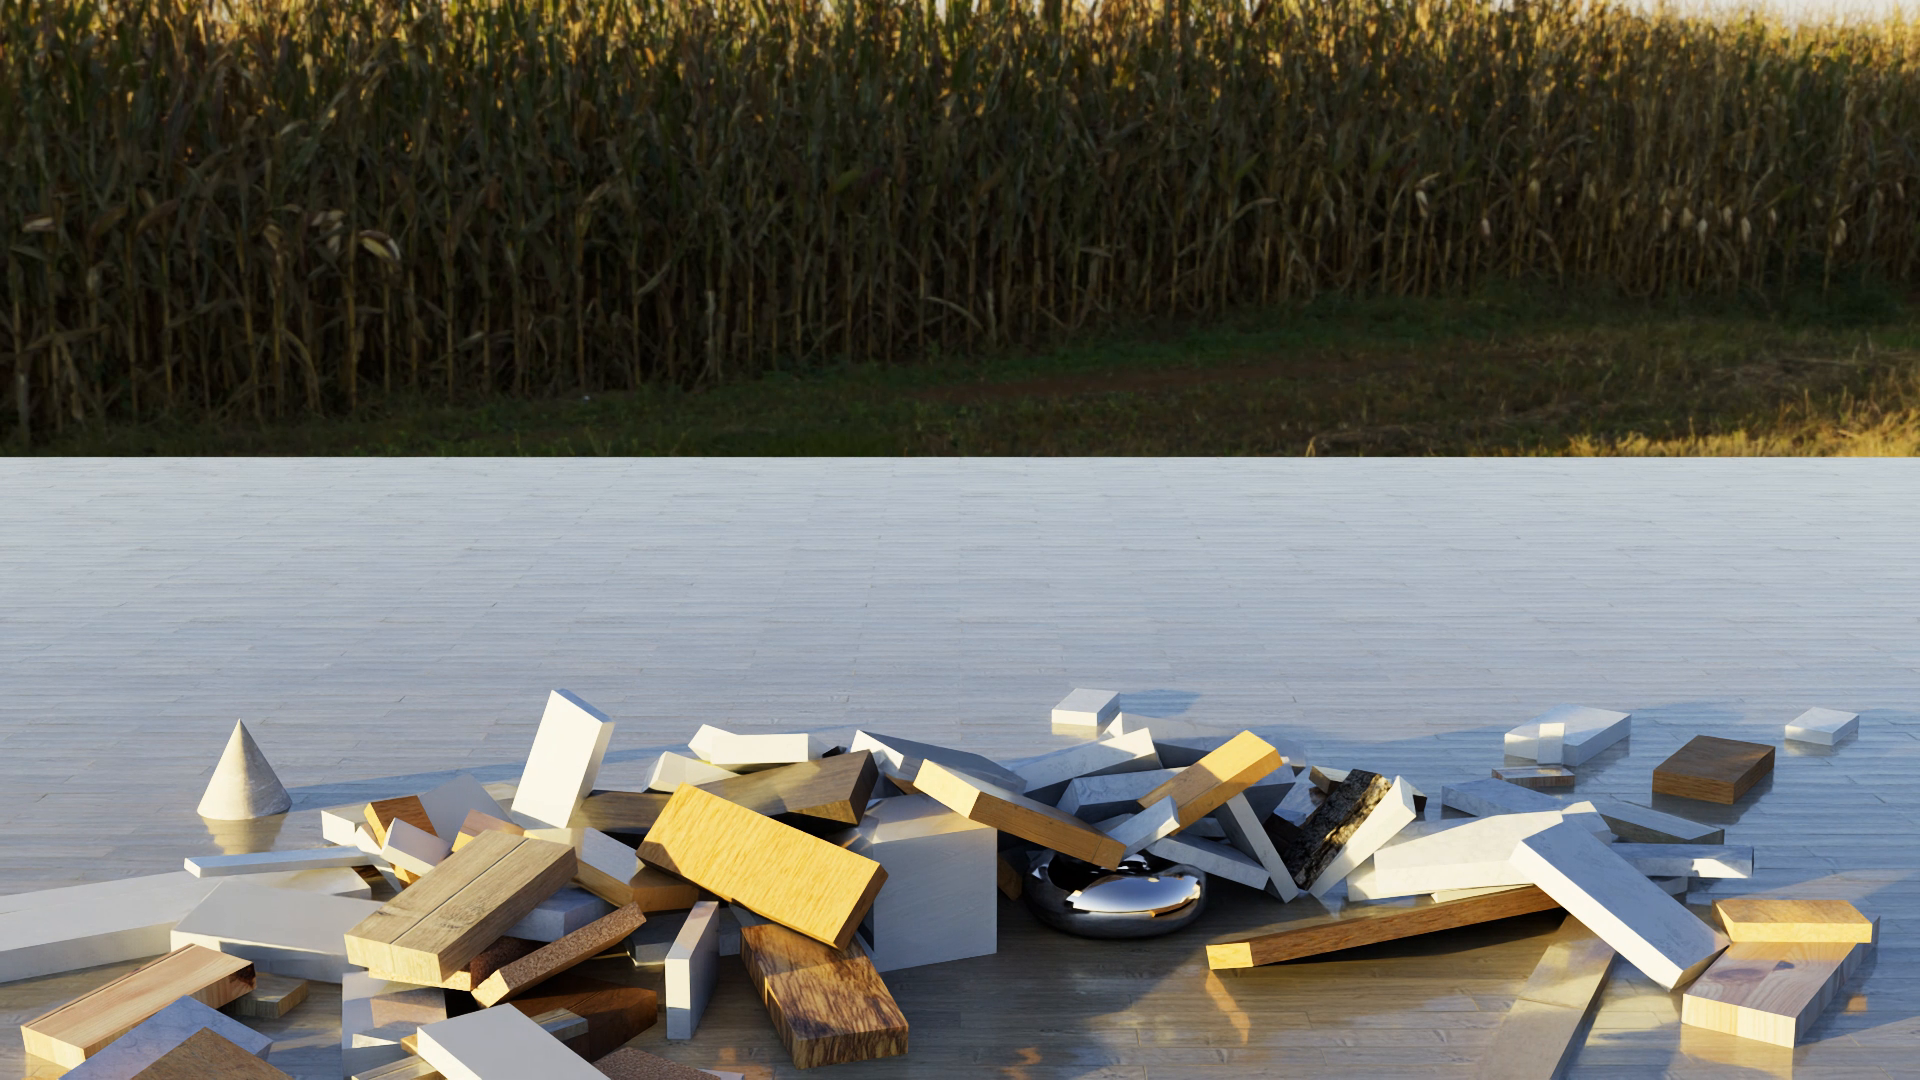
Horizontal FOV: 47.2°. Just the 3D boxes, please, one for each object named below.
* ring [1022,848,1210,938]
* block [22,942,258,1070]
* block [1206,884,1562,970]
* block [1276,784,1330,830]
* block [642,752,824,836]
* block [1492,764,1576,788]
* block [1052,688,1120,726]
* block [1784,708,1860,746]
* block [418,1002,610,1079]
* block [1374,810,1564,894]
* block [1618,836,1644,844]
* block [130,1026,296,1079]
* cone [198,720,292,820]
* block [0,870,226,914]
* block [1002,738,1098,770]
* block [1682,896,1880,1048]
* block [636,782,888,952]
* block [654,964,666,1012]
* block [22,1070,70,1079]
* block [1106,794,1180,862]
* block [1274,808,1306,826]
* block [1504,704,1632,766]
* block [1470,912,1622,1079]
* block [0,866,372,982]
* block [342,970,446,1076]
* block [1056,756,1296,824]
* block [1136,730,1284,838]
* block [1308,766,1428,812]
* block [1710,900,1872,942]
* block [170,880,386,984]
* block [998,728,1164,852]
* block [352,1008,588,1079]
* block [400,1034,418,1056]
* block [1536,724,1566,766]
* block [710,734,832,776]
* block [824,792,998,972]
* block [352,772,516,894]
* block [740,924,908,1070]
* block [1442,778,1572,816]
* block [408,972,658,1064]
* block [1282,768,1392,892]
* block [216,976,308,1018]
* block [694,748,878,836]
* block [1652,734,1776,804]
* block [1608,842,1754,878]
[{"bbox_3d":[0.252,0.560,3.554,0.305,0.102,0.305,-1,9,0],"label":"ring"},{"bbox_3d":[-1.155,0.658,3.105,0.141,0.040,0.282,7,19,33],"label":"block"},{"bbox_3d":[0.719,0.594,3.437,0.704,0.035,0.123,-5,-10,-25],"label":"block"},{"bbox_3d":[0.600,0.501,4.054,0.123,0.035,0.246,5,12,25],"label":"block"},{"bbox_3d":[-0.355,0.452,3.750,0.354,0.050,0.177,20,-19,-12],"label":"block"},{"bbox_3d":[1.121,0.463,4.300,0.141,0.020,0.071,-2,11,-9],"label":"block"},{"bbox_3d":[0.277,0.364,4.807,0.099,0.028,0.197,4,11,18],"label":"block"},{"bbox_3d":[1.826,0.393,4.654,0.095,0.027,0.191,8,13,37],"label":"block"},{"bbox_3d":[-0.547,0.678,2.776,0.131,0.037,0.342,-8,17,-39],"label":"block"},{"bbox_3d":[0.834,0.510,3.594,0.308,0.044,0.154,-6,20,10],"label":"block"},{"bbox_3d":[1.256,0.533,3.919,0.071,0.020,0.141,-9,14,-39],"label":"block"},{"bbox_3d":[-0.968,0.712,2.744,0.141,0.040,0.282,28,15,7],"label":"block"},{"bbox_3d":[-1.348,0.417,4.131,0.171,0.171,0.171,0,11,0],"label":"cone"},{"bbox_3d":[-1.309,0.579,3.663,0.800,0.024,0.086,-5,12,-26],"label":"block"},{"bbox_3d":[0.185,0.453,4.100,0.516,0.050,0.177,-13,17,-29],"label":"block"},{"bbox_3d":[1.236,0.638,3.291,0.154,0.044,0.501,7,13,34],"label":"block"},{"bbox_3d":[-0.302,0.488,3.306,0.392,0.135,0.038,17,-26,33],"label":"block"},{"bbox_3d":[-0.424,0.659,3.259,0.049,0.014,0.178,1,11,3],"label":"block"},{"bbox_3d":[-1.135,0.721,2.894,0.180,0.026,0.090,-5,12,-25],"label":"block"},{"bbox_3d":[0.291,0.463,3.508,0.127,0.018,0.063,-34,25,17],"label":"block"},{"bbox_3d":[0.557,0.495,3.944,0.113,0.016,0.056,6,12,30],"label":"block"},{"bbox_3d":[1.264,0.402,4.563,0.152,0.043,0.305,8,13,36],"label":"block"},{"bbox_3d":[0.706,0.727,2.858,0.095,0.027,1.523,5,12,25],"label":"block"},{"bbox_3d":[-1.647,0.642,3.255,1.511,0.049,0.172,-6,12,-30],"label":"block"},{"bbox_3d":[-0.798,0.675,3.105,0.140,0.040,0.280,-3,11,-15],"label":"block"},{"bbox_3d":[0.358,0.450,3.752,0.396,0.049,0.173,-4,-32,-19],"label":"block"},{"bbox_3d":[0.406,0.395,3.582,0.220,0.031,0.110,-31,19,-10],"label":"block"},{"bbox_3d":[0.767,0.467,4.137,0.197,0.028,0.099,11,8,-13],"label":"block"},{"bbox_3d":[1.276,0.585,3.379,0.208,0.029,0.104,0,11,1],"label":"block"},{"bbox_3d":[-0.996,0.600,3.345,0.344,0.049,0.172,6,18,6],"label":"block"},{"bbox_3d":[0.178,0.434,3.760,0.346,0.173,0.049,-18,54,5],"label":"block"},{"bbox_3d":[-0.641,0.676,2.897,0.320,0.017,0.062,-10,15,-44],"label":"block"},{"bbox_3d":[-0.694,0.669,2.949,0.097,0.014,0.049,-10,14,-43],"label":"block"},{"bbox_3d":[1.187,0.411,4.412,0.048,0.014,0.095,-5,48,27],"label":"block"},{"bbox_3d":[-0.307,0.366,3.693,0.158,0.045,0.316,-2,-11,6],"label":"block"},{"bbox_3d":[-0.078,0.529,3.436,0.205,0.205,0.205,-5,12,-24],"label":"block"},{"bbox_3d":[-0.897,0.500,3.764,0.131,0.037,0.263,46,33,11],"label":"block"},{"bbox_3d":[-0.198,0.640,3.138,0.158,0.045,0.316,-4,20,-19],"label":"block"},{"bbox_3d":[1.016,0.489,4.070,0.123,0.035,0.247,-5,8,-23],"label":"block"},{"bbox_3d":[-0.582,0.687,3.019,0.167,0.047,0.341,5,12,26],"label":"block"},{"bbox_3d":[0.621,0.484,3.684,0.031,0.228,0.110,43,-10,-9],"label":"block"},{"bbox_3d":[-1.051,0.663,3.211,0.171,0.024,0.086,3,11,13],"label":"block"},{"bbox_3d":[-0.306,0.421,3.468,0.334,0.047,0.167,-13,20,15],"label":"block"},{"bbox_3d":[1.481,0.448,4.314,0.152,0.043,0.304,7,13,33],"label":"block"},{"bbox_3d":[1.100,0.539,3.721,0.456,0.029,0.104,-2,5,22],"label":"block"}]
